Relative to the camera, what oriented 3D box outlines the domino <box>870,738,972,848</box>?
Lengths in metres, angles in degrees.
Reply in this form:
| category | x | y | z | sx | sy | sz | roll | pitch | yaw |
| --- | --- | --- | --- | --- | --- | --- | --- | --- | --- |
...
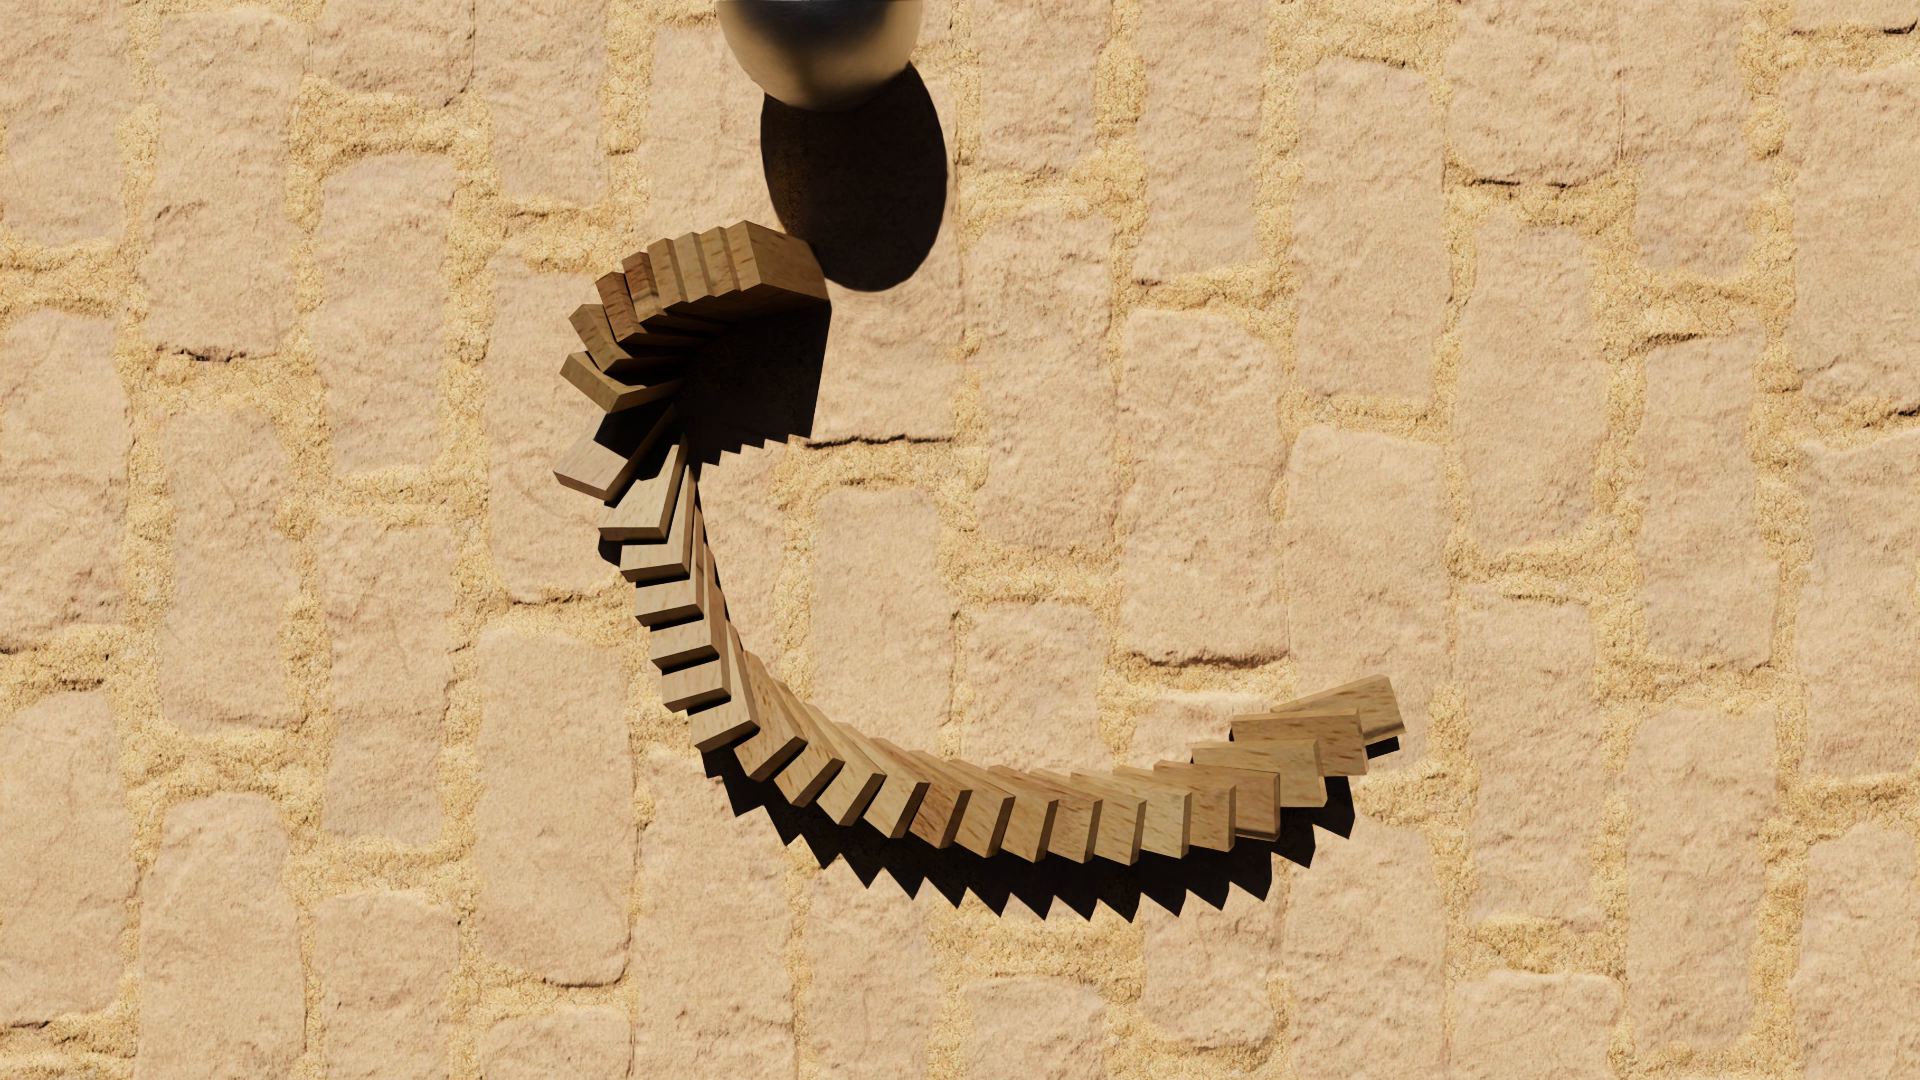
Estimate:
| category | x | y | z | sx | sy | sz | roll | pitch | yaw |
| --- | --- | --- | --- | --- | --- | --- | --- | --- | --- |
| domino | -0.021 | 0.105 | 0.382 | 0.050 | 0.010 | 0.025 | 21 | 90 | 34 |

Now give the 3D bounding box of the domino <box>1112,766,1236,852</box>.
| category | x | y | z | sx | sy | sz | roll | pitch | yaw |
| --- | --- | --- | --- | --- | --- | --- | --- | --- | --- |
| domino | 0.089 | 0.111 | 0.382 | 0.050 | 0.009 | 0.025 | 1 | 91 | 33 |

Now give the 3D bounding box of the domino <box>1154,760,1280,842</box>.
| category | x | y | z | sx | sy | sz | roll | pitch | yaw |
| --- | --- | --- | --- | --- | --- | --- | --- | --- | --- |
| domino | 0.107 | 0.108 | 0.382 | 0.050 | 0.010 | 0.025 | -1 | 91 | 33 |

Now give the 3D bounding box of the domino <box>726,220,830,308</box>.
| category | x | y | z | sx | sy | sz | roll | pitch | yaw |
| --- | --- | --- | --- | --- | --- | --- | --- | --- | --- |
| domino | -0.074 | -0.112 | 0.375 | 0.010 | 0.050 | 0.025 | -15 | 90 | 24 |

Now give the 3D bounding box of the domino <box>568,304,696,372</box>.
| category | x | y | z | sx | sy | sz | roll | pitch | yaw |
| --- | --- | --- | --- | --- | --- | --- | --- | --- | --- |
| domino | -0.133 | -0.083 | 0.375 | 0.009 | 0.050 | 0.025 | -32 | 90 | 25 |

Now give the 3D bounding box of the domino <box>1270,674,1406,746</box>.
| category | x | y | z | sx | sy | sz | roll | pitch | yaw |
| --- | --- | --- | --- | --- | --- | --- | --- | --- | --- |
| domino | 0.163 | 0.078 | 0.395 | 0.050 | 0.009 | 0.025 | -18 | 90 | 0 |

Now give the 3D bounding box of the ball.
| category | x | y | z | sx | sy | sz | roll | pitch | yaw |
| --- | --- | --- | --- | --- | --- | --- | --- | --- | --- |
| ball | -0.055 | -0.212 | 0.360 | 0.080 | 0.080 | 0.080 | 0 | 90 | 0 |

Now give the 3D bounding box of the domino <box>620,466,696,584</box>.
| category | x | y | z | sx | sy | sz | roll | pitch | yaw |
| --- | --- | --- | --- | --- | --- | --- | --- | --- | --- |
| domino | -0.125 | -0.007 | 0.382 | 0.025 | 0.010 | 0.050 | -8 | 56 | 0 |

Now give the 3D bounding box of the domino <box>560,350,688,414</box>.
| category | x | y | z | sx | sy | sz | roll | pitch | yaw |
| --- | --- | --- | --- | --- | --- | --- | --- | --- | --- |
| domino | -0.136 | -0.068 | 0.375 | 0.025 | 0.050 | 0.010 | 39 | 114 | 0 |

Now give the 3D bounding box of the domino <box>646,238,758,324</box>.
| category | x | y | z | sx | sy | sz | roll | pitch | yaw |
| --- | --- | --- | --- | --- | --- | --- | --- | --- | --- |
| domino | -0.104 | -0.105 | 0.375 | 0.009 | 0.050 | 0.025 | -15 | 90 | 24 |

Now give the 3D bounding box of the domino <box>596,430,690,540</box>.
| category | x | y | z | sx | sy | sz | roll | pitch | yaw |
| --- | --- | --- | --- | --- | --- | --- | --- | --- | --- |
| domino | -0.131 | -0.023 | 0.382 | 0.025 | 0.009 | 0.050 | 0 | 56 | 3 |

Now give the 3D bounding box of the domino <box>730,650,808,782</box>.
| category | x | y | z | sx | sy | sz | roll | pitch | yaw |
| --- | --- | --- | --- | --- | --- | --- | --- | --- | --- |
| domino | -0.086 | 0.073 | 0.382 | 0.025 | 0.009 | 0.050 | -41 | 54 | 0 |

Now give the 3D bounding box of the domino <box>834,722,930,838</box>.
| category | x | y | z | sx | sy | sz | roll | pitch | yaw |
| --- | --- | --- | --- | --- | --- | --- | --- | --- | --- |
| domino | -0.039 | 0.099 | 0.382 | 0.050 | 0.010 | 0.025 | 27 | 90 | 34 |

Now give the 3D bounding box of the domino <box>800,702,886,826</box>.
| category | x | y | z | sx | sy | sz | roll | pitch | yaw |
| --- | --- | --- | --- | --- | --- | --- | --- | --- | --- |
| domino | -0.056 | 0.093 | 0.382 | 0.050 | 0.010 | 0.025 | 34 | 90 | 35 |

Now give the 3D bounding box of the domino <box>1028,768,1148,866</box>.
| category | x | y | z | sx | sy | sz | roll | pitch | yaw |
| --- | --- | --- | --- | --- | --- | --- | --- | --- | --- |
| domino | 0.051 | 0.115 | 0.383 | 0.050 | 0.009 | 0.025 | 9 | 90 | 32 |

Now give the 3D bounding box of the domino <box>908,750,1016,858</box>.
| category | x | y | z | sx | sy | sz | roll | pitch | yaw |
| --- | --- | --- | --- | --- | --- | --- | --- | --- | --- |
| domino | -0.004 | 0.109 | 0.382 | 0.050 | 0.010 | 0.025 | 18 | 90 | 34 |

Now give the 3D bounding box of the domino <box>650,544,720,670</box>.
| category | x | y | z | sx | sy | sz | roll | pitch | yaw |
| --- | --- | --- | --- | --- | --- | --- | --- | --- | --- |
| domino | -0.115 | 0.027 | 0.382 | 0.025 | 0.010 | 0.050 | -15 | 56 | 1 |

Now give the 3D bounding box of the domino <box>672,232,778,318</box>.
| category | x | y | z | sx | sy | sz | roll | pitch | yaw |
| --- | --- | --- | --- | --- | --- | --- | --- | --- | --- |
| domino | -0.094 | -0.107 | 0.375 | 0.009 | 0.050 | 0.025 | -15 | 90 | 24 |

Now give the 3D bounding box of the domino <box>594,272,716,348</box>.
| category | x | y | z | sx | sy | sz | roll | pitch | yaw |
| --- | --- | --- | --- | --- | --- | --- | --- | --- | --- |
| domino | -0.123 | -0.093 | 0.375 | 0.010 | 0.050 | 0.025 | -21 | 90 | 24 |

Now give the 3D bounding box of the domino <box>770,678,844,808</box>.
| category | x | y | z | sx | sy | sz | roll | pitch | yaw |
| --- | --- | --- | --- | --- | --- | --- | --- | --- | --- |
| domino | -0.072 | 0.084 | 0.382 | 0.025 | 0.010 | 0.050 | -48 | 55 | 0 |

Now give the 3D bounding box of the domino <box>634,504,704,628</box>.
| category | x | y | z | sx | sy | sz | roll | pitch | yaw |
| --- | --- | --- | --- | --- | --- | --- | --- | --- | --- |
| domino | -0.121 | 0.010 | 0.382 | 0.025 | 0.010 | 0.050 | -12 | 56 | 0 |

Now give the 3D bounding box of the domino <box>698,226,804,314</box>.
| category | x | y | z | sx | sy | sz | roll | pitch | yaw |
| --- | --- | --- | --- | --- | --- | --- | --- | --- | --- |
| domino | -0.084 | -0.110 | 0.375 | 0.010 | 0.050 | 0.025 | -15 | 90 | 24 |

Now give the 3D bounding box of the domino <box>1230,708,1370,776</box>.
| category | x | y | z | sx | sy | sz | roll | pitch | yaw |
| --- | --- | --- | --- | --- | --- | --- | --- | --- | --- |
| domino | 0.141 | 0.085 | 0.383 | 0.050 | 0.010 | 0.025 | -11 | 91 | 31 |

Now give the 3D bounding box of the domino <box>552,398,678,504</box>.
| category | x | y | z | sx | sy | sz | roll | pitch | yaw |
| --- | --- | --- | --- | --- | --- | --- | --- | --- | --- |
| domino | -0.143 | -0.041 | 0.381 | 0.025 | 0.009 | 0.050 | 20 | 59 | 10 |

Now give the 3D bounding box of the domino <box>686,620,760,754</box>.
| category | x | y | z | sx | sy | sz | roll | pitch | yaw |
| --- | --- | --- | --- | --- | --- | --- | --- | --- | --- |
| domino | -0.102 | 0.060 | 0.382 | 0.025 | 0.009 | 0.050 | -25 | 55 | 1 |

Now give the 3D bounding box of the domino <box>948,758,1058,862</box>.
| category | x | y | z | sx | sy | sz | roll | pitch | yaw |
| --- | --- | --- | --- | --- | --- | --- | --- | --- | --- |
| domino | 0.015 | 0.112 | 0.383 | 0.050 | 0.009 | 0.025 | 14 | 90 | 33 |

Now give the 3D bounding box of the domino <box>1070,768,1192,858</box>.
| category | x | y | z | sx | sy | sz | roll | pitch | yaw |
| --- | --- | --- | --- | --- | --- | --- | --- | --- | --- |
| domino | 0.070 | 0.113 | 0.382 | 0.050 | 0.010 | 0.025 | 4 | 91 | 33 |

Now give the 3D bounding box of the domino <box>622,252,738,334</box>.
| category | x | y | z | sx | sy | sz | roll | pitch | yaw |
| --- | --- | --- | --- | --- | --- | --- | --- | --- | --- |
| domino | -0.114 | -0.100 | 0.375 | 0.010 | 0.050 | 0.025 | -16 | 90 | 24 |

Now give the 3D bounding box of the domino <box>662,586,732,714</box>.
| category | x | y | z | sx | sy | sz | roll | pitch | yaw |
| --- | --- | --- | --- | --- | --- | --- | --- | --- | --- |
| domino | -0.111 | 0.044 | 0.382 | 0.025 | 0.009 | 0.050 | -16 | 56 | 2 |

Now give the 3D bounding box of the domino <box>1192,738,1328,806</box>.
| category | x | y | z | sx | sy | sz | roll | pitch | yaw |
| --- | --- | --- | --- | --- | --- | --- | --- | --- | --- |
| domino | 0.124 | 0.097 | 0.383 | 0.050 | 0.009 | 0.025 | -10 | 90 | 32 |

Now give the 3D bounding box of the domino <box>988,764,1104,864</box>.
| category | x | y | z | sx | sy | sz | roll | pitch | yaw |
| --- | --- | --- | --- | --- | --- | --- | --- | --- | --- |
| domino | 0.033 | 0.114 | 0.383 | 0.050 | 0.010 | 0.025 | 10 | 90 | 32 |
